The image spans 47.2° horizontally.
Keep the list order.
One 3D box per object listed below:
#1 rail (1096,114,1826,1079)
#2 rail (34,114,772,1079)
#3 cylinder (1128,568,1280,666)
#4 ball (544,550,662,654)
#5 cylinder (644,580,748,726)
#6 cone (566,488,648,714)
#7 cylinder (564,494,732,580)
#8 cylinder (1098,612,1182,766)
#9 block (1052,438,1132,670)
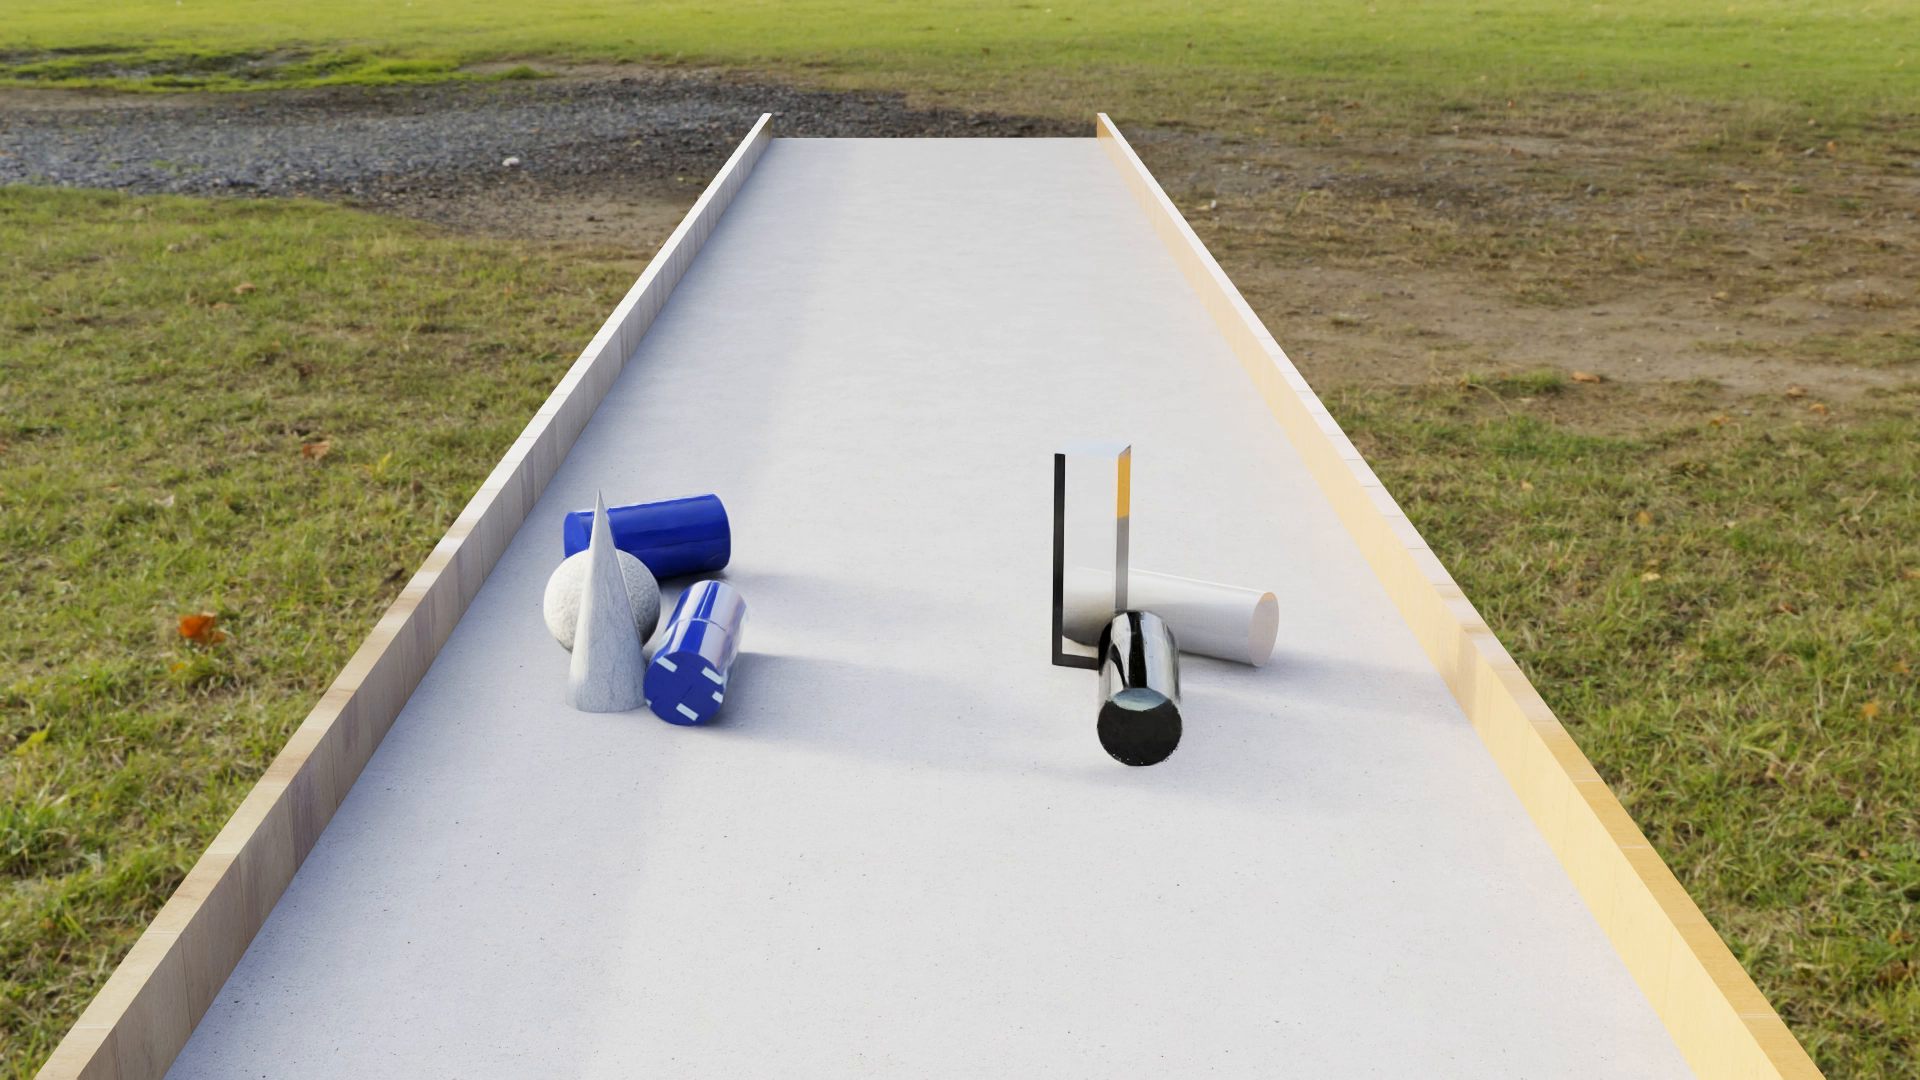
[{"bbox_3d":[0.932,-0.844,7.801,0.050,0.150,12.000,0,17,-1],"label":"rail"},{"bbox_3d":[-1.118,-0.838,7.780,0.050,0.150,12.000,0,17,-1],"label":"rail"},{"bbox_3d":[0.429,0.147,4.468,0.409,0.151,0.151,10,19,30],"label":"cylinder"},{"bbox_3d":[-0.712,0.131,4.382,0.232,0.232,0.232,0,17,0],"label":"ball"},{"bbox_3d":[-0.506,0.213,4.251,0.148,0.148,0.427,0,17,1],"label":"cylinder"},{"bbox_3d":[-0.671,0.101,4.152,0.168,0.418,0.168,0,17,0],"label":"cone"},{"bbox_3d":[-0.698,0.003,4.912,0.330,0.175,0.175,-9,19,-27],"label":"cylinder"},{"bbox_3d":[0.329,0.269,4.060,0.150,0.150,0.421,1,17,4],"label":"cylinder"},{"bbox_3d":[0.260,0.030,4.361,0.120,0.436,0.120,6,18,19],"label":"block"}]
